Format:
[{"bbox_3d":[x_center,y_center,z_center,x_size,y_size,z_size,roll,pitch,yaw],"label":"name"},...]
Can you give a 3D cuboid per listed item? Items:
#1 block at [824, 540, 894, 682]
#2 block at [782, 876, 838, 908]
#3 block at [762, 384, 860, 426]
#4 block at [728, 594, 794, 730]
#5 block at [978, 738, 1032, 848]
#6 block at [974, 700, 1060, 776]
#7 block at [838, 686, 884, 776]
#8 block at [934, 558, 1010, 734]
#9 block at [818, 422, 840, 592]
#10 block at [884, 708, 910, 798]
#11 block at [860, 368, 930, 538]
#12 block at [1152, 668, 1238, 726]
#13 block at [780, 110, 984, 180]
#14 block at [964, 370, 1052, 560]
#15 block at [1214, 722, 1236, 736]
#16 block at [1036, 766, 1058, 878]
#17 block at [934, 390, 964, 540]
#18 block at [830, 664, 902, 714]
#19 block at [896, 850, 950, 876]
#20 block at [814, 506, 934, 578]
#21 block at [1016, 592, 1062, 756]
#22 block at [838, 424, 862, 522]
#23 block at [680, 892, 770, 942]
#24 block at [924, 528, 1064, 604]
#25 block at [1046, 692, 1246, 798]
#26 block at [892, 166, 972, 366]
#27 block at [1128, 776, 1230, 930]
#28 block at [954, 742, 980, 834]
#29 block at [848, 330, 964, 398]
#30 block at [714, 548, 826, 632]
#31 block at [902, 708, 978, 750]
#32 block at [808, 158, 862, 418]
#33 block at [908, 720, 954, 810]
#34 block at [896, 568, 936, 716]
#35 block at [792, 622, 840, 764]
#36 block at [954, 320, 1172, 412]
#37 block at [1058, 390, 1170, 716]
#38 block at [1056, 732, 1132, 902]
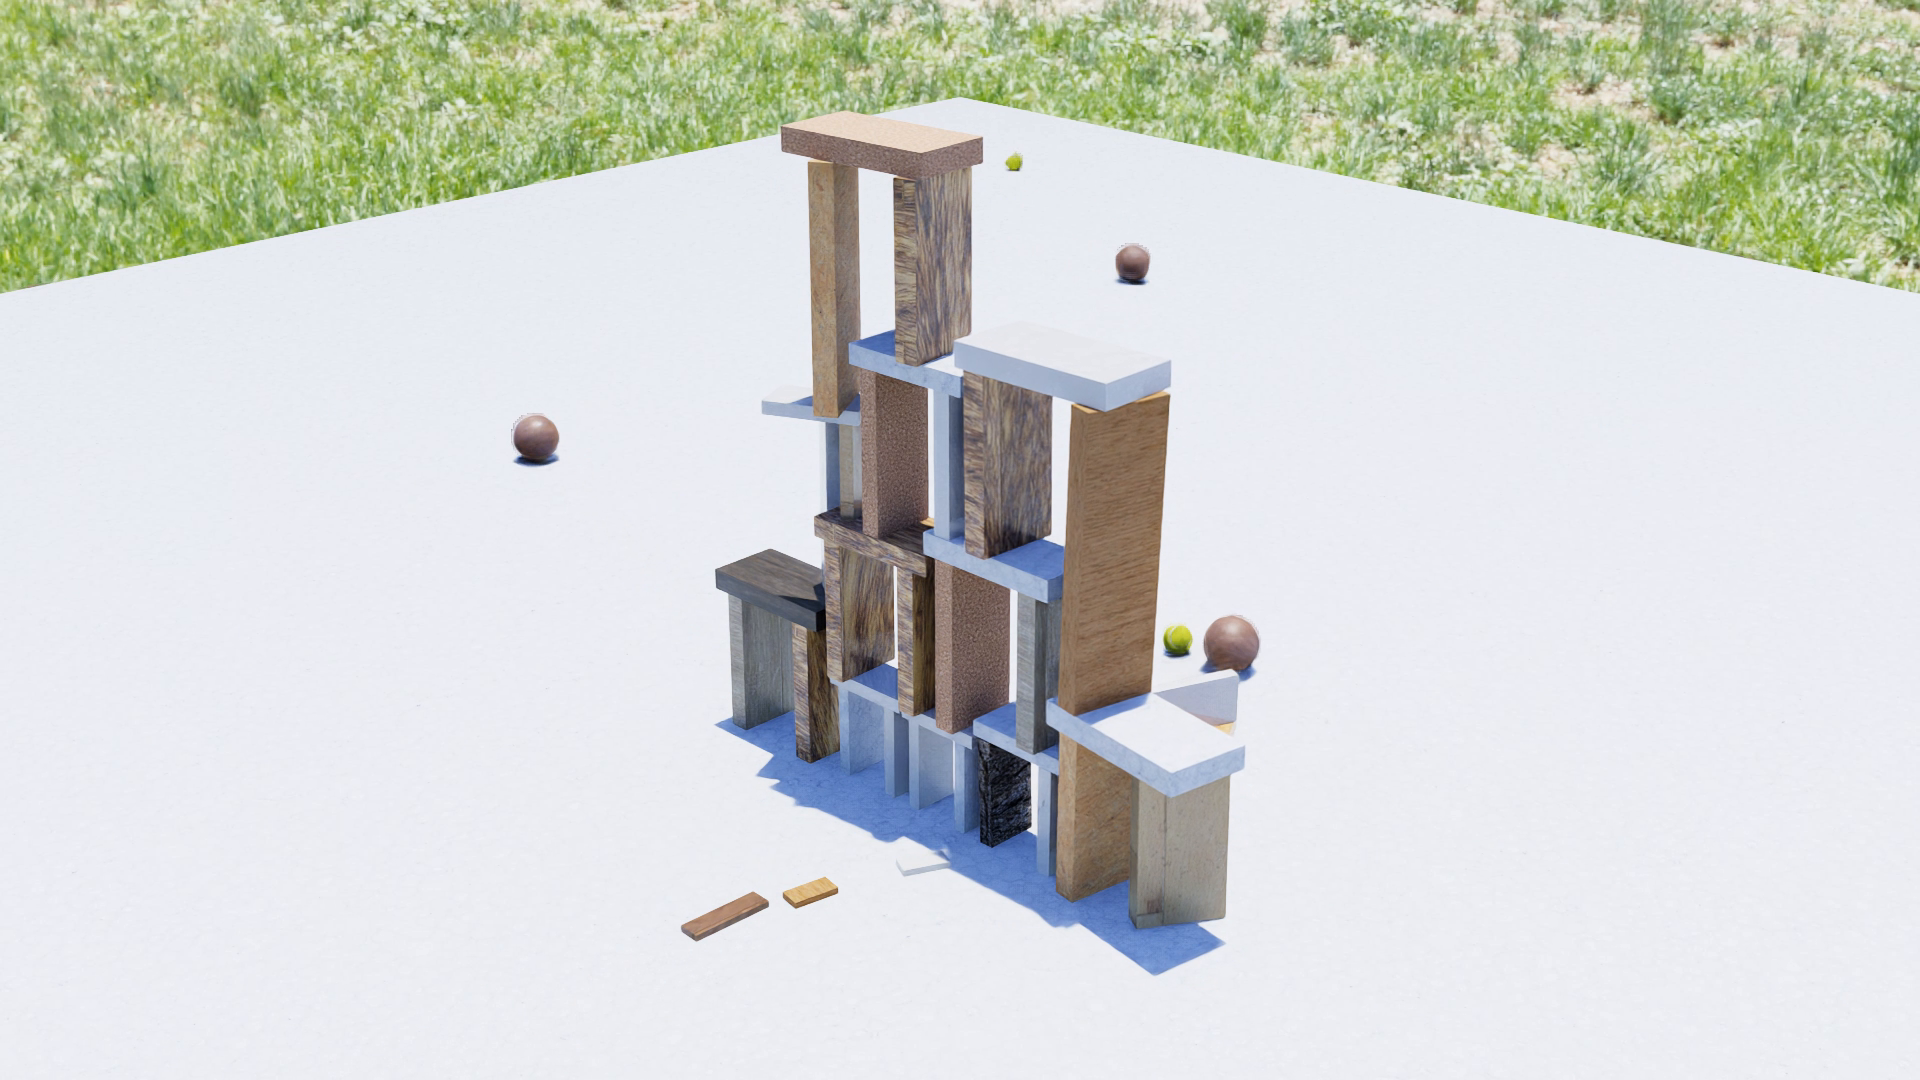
[{"bbox_3d":[-0.204,0.123,4.488,0.043,0.305,0.153,20,30,39],"label":"block"},{"bbox_3d":[-0.283,0.668,4.168,0.095,0.014,0.048,-15,27,-32],"label":"block"},{"bbox_3d":[-0.278,-0.267,4.345,0.204,0.029,0.102,8,24,17],"label":"block"},{"bbox_3d":[-0.424,0.241,4.787,0.158,0.317,0.045,-21,32,-41],"label":"block"},{"bbox_3d":[0.089,0.480,4.335,0.115,0.229,0.033,-21,29,-41],"label":"block"},{"bbox_3d":[0.147,0.380,4.233,0.115,0.033,0.230,-21,31,-40],"label":"block"},{"bbox_3d":[-0.205,0.381,4.603,0.029,0.203,0.101,21,30,40],"label":"block"},{"bbox_3d":[0.026,0.185,4.288,0.162,0.361,0.046,-21,31,-41],"label":"block"},{"bbox_3d":[-0.266,-0.087,4.500,0.029,0.422,0.102,-4,23,-10],"label":"block"},{"bbox_3d":[-0.108,0.418,4.515,0.101,0.203,0.029,-21,31,-41],"label":"block"},{"bbox_3d":[-0.126,-0.186,4.277,0.041,0.342,0.145,20,30,38],"label":"block"},{"bbox_3d":[0.490,0.352,4.706,0.223,0.112,0.032,-10,25,-22],"label":"block"},{"bbox_3d":[-0.146,-0.732,4.069,0.347,0.049,0.174,18,29,36],"label":"block"},{"bbox_3d":[0.090,-0.158,4.060,0.178,0.356,0.050,-20,30,-39],"label":"block"},{"bbox_3d":[0.517,0.430,4.706,0.112,0.032,0.223,7,24,15],"label":"block"},{"bbox_3d":[0.200,0.523,4.234,0.115,0.230,0.033,-21,31,-40],"label":"block"},{"bbox_3d":[0.017,-0.158,4.147,0.145,0.291,0.041,-21,31,-40],"label":"block"},{"bbox_3d":[-0.160,0.295,4.511,0.203,0.029,0.101,21,30,40],"label":"block"},{"bbox_3d":[-0.072,0.627,4.266,0.095,0.014,0.048,-8,24,-19],"label":"block"},{"bbox_3d":[-0.128,-0.010,4.355,0.305,0.043,0.153,20,30,38],"label":"block"},{"bbox_3d":[0.179,0.228,4.138,0.162,0.323,0.046,-21,30,-40],"label":"block"},{"bbox_3d":[-0.205,-0.152,4.373,0.029,0.204,0.102,9,25,19],"label":"block"},{"bbox_3d":[-0.437,0.700,4.094,0.170,0.014,0.048,-20,30,-39],"label":"block"},{"bbox_3d":[0.102,0.028,4.138,0.162,0.046,0.323,-21,31,-40],"label":"block"},{"bbox_3d":[0.333,0.351,3.978,0.174,0.049,0.347,-16,27,-33],"label":"block"},{"bbox_3d":[-0.049,-0.511,4.055,0.049,0.347,0.174,16,28,33],"label":"block"},{"bbox_3d":[0.403,0.540,4.040,0.174,0.347,0.049,-5,21,-12],"label":"block"},{"bbox_3d":[0.033,0.478,4.384,0.028,0.196,0.098,21,31,41],"label":"block"},{"bbox_3d":[-0.056,-0.337,4.143,0.291,0.041,0.145,20,30,39],"label":"block"},{"bbox_3d":[-0.354,0.103,4.648,0.317,0.045,0.158,21,31,40],"label":"block"},{"bbox_3d":[-0.012,0.356,4.384,0.196,0.028,0.098,21,31,40],"label":"block"},{"bbox_3d":[-0.239,-0.498,4.217,0.049,0.497,0.174,5,24,12],"label":"block"},{"bbox_3d":[-0.058,0.441,4.470,0.028,0.196,0.098,21,31,40],"label":"block"},{"bbox_3d":[-0.054,0.180,4.362,0.043,0.312,0.153,21,31,40],"label":"block"},{"bbox_3d":[-0.276,0.299,4.650,0.045,0.317,0.158,21,31,41],"label":"block"},{"bbox_3d":[0.179,-0.313,3.903,0.356,0.050,0.178,20,30,39],"label":"block"},{"bbox_3d":[0.273,0.024,3.929,0.178,0.591,0.050,-15,29,-31],"label":"block"},{"bbox_3d":[0.267,0.497,4.144,0.174,0.347,0.049,-16,28,-33],"label":"block"}]
